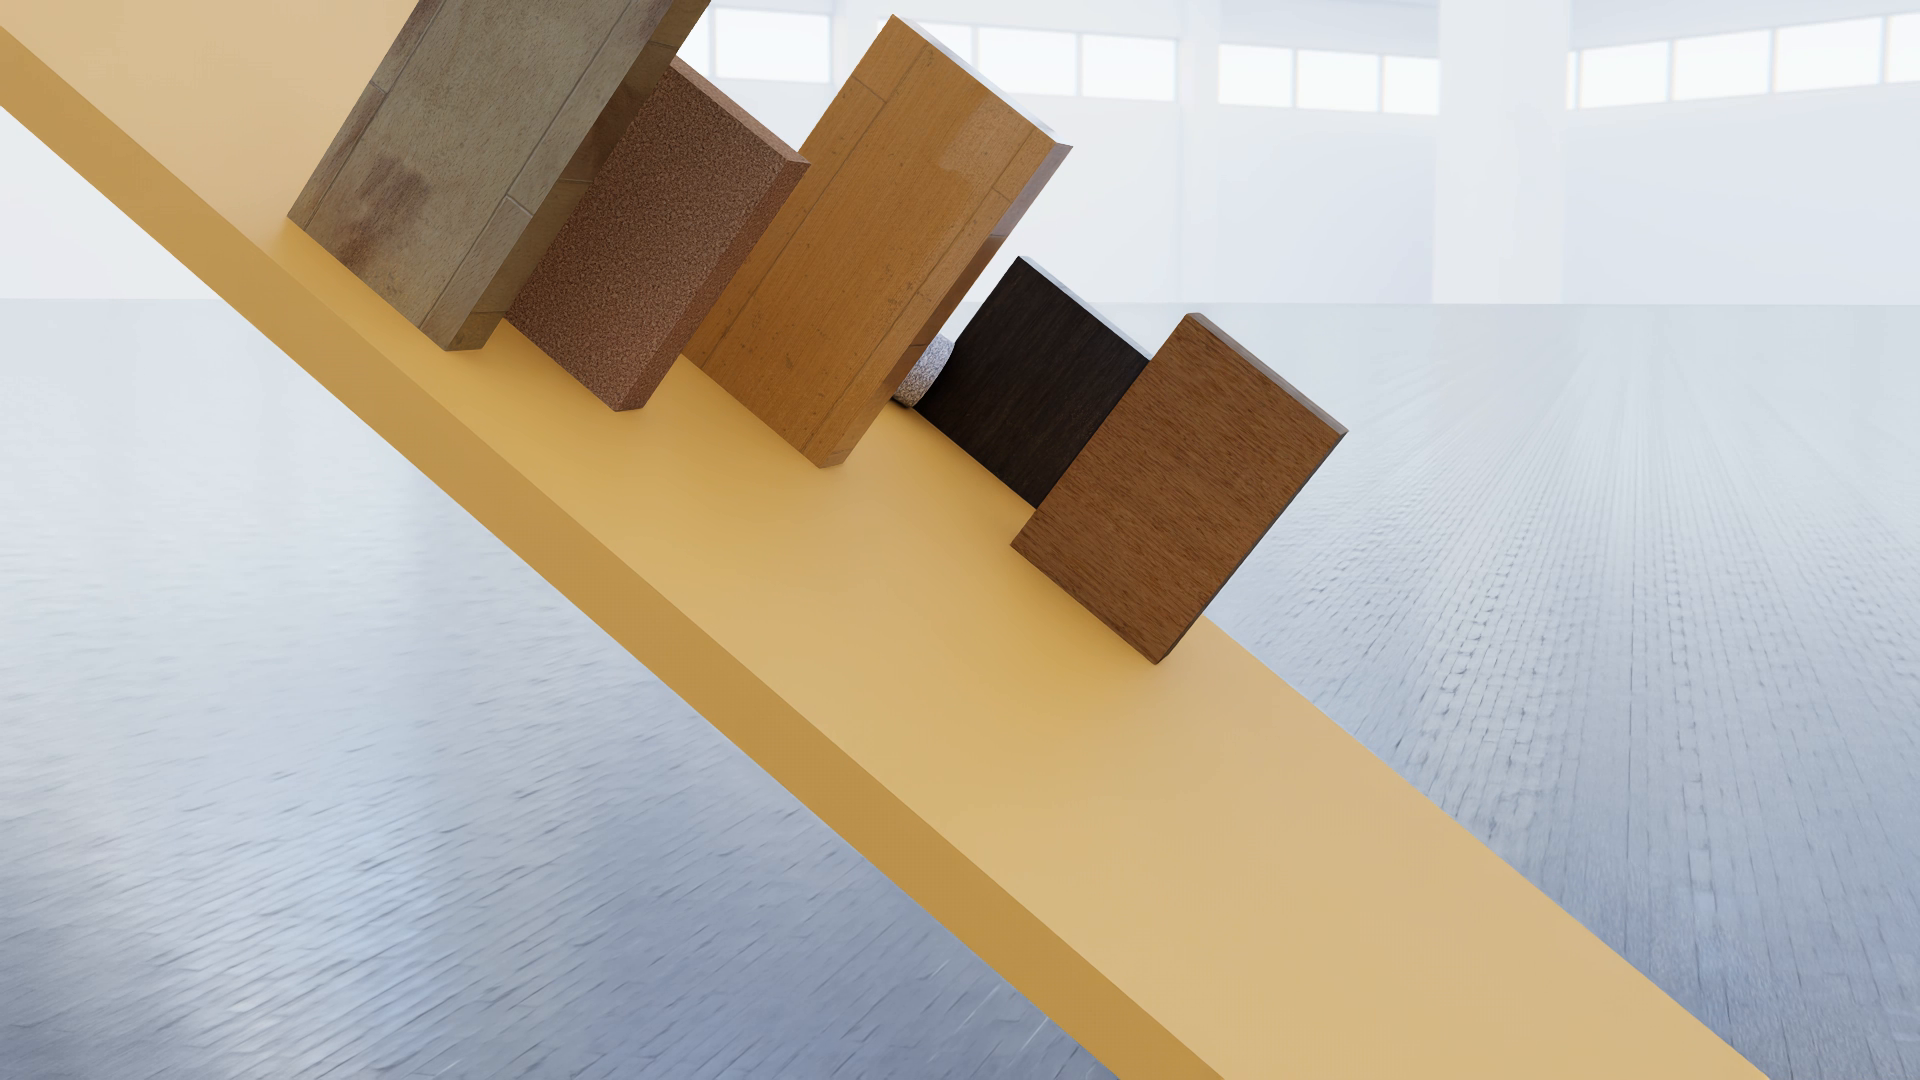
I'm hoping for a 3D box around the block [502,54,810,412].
[{"bbox_3d":[-0.535,-0.520,3.633,0.342,0.509,0.106,40,16,9],"label":"block"}]

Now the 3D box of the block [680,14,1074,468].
[{"bbox_3d":[-0.171,-0.542,4.050,0.381,0.739,0.126,40,16,9],"label":"block"}]

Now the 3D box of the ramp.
[{"bbox_3d":[-0.042,0.099,4.059,4.000,0.100,2.000,40,16,9],"label":"ramp"}]

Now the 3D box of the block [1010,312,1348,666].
[{"bbox_3d":[0.433,-0.103,4.381,0.379,0.587,0.134,40,16,9],"label":"block"}]

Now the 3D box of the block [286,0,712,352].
[{"bbox_3d":[-0.680,-0.699,3.349,0.342,0.769,0.114,40,16,9],"label":"block"}]

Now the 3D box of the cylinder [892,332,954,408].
[{"bbox_3d":[-0.134,-0.407,4.785,0.176,0.176,0.176,34,1,-11],"label":"cylinder"}]

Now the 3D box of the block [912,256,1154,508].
[{"bbox_3d":[0.168,-0.336,4.795,0.393,0.410,0.082,40,16,9],"label":"block"}]
